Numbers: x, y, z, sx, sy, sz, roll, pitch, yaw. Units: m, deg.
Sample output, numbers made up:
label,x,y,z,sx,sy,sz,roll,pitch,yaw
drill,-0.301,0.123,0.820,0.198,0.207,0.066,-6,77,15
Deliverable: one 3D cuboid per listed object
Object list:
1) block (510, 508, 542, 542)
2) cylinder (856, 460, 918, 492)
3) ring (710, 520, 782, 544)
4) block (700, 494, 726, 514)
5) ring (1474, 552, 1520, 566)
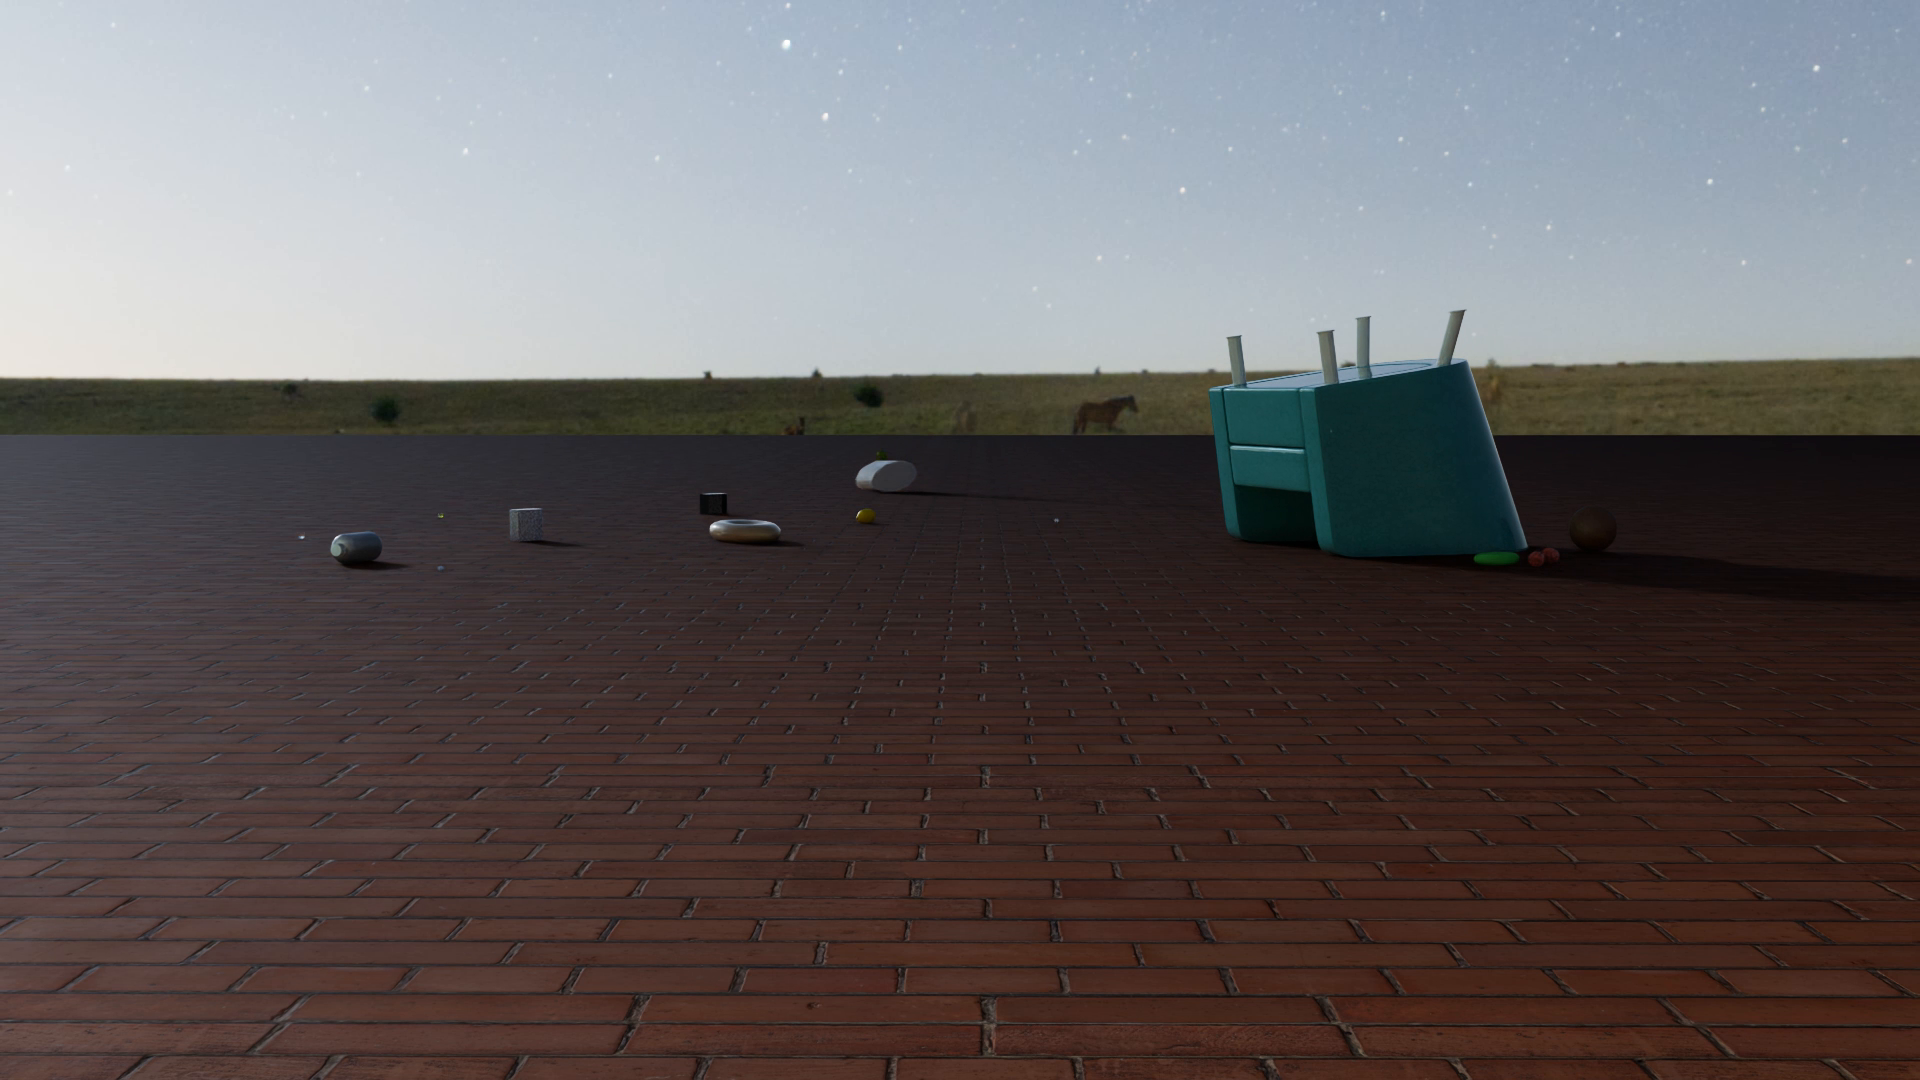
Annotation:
label,x,y,z,sx,sy,sz,roll,pitch,yaw
block,-1.287,-0.045,6.525,0.045,0.093,0.086,4,6,45
cylinder,-0.323,-0.281,9.652,0.223,0.127,0.179,-19,12,-24
ring,-0.637,-0.025,6.514,0.181,0.056,0.322,-4,6,-30
block,-0.888,-0.130,7.916,0.050,0.072,0.084,4,5,42
ring,1.371,0.048,5.619,0.126,0.031,0.066,-2,6,-15
